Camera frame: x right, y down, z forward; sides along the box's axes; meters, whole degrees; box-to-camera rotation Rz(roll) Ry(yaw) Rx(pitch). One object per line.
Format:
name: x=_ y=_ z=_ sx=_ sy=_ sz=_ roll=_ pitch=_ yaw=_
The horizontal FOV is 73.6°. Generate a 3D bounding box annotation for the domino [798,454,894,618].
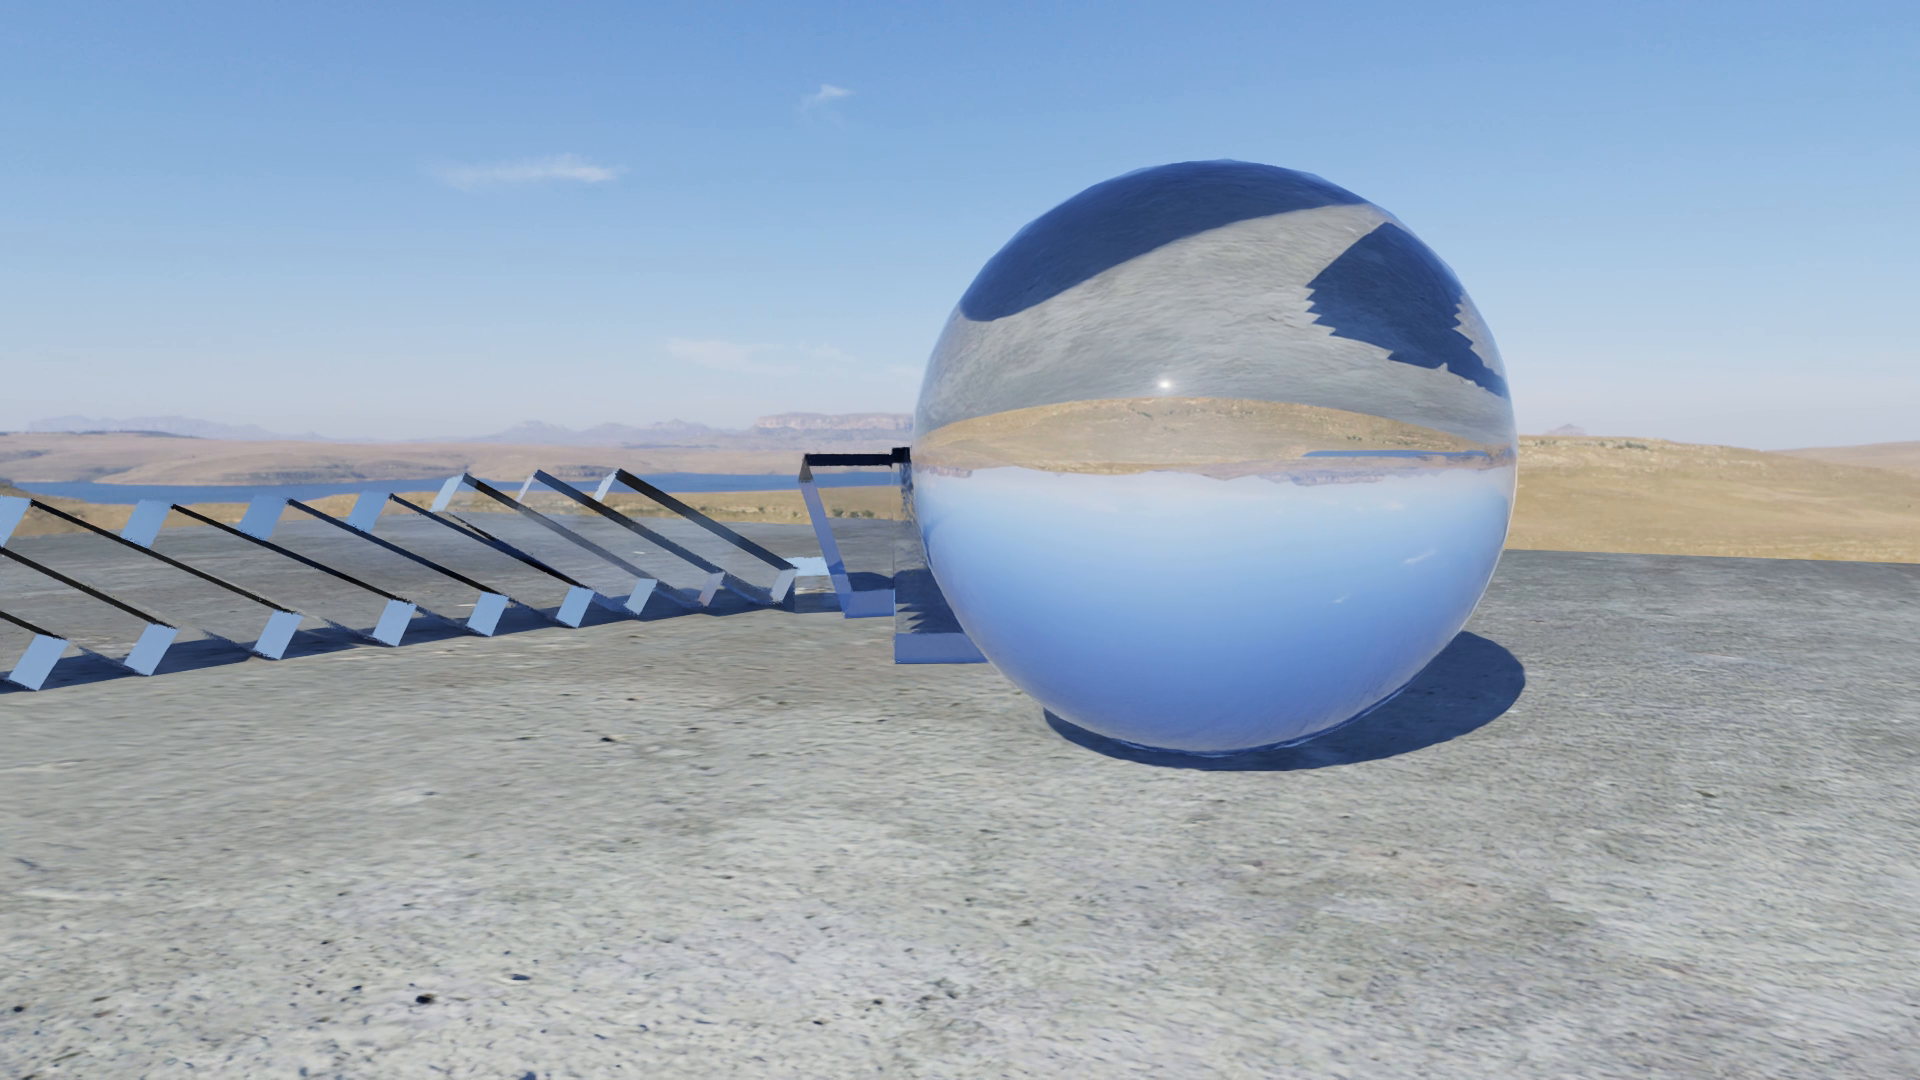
domino: x=-0.023 y=-0.002 z=0.331 sx=0.025 sy=0.010 sz=0.050 roll=-2 pitch=45 yaw=-24

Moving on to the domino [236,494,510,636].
domino: x=-0.127 y=0.006 z=0.278 sx=0.025 sy=0.009 sz=0.050 roll=5 pitch=-22 yaw=48

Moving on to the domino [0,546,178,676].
domino: x=-0.170 y=0.008 z=0.228 sx=0.025 sy=0.009 sz=0.050 roll=4 pitch=-27 yaw=40

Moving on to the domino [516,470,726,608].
domino: x=-0.085 y=0.001 z=0.316 sx=0.050 sy=0.009 sz=0.025 roll=31 pitch=-15 yaw=-20

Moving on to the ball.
ball: x=0.033 y=-0.011 z=0.176 sx=0.080 sy=0.080 sz=0.080 roll=0 pitch=4 yaw=0

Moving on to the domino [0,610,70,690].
domino: x=-0.180 y=0.009 z=0.213 sx=0.025 sy=0.009 sz=0.050 roll=3 pitch=-28 yaw=36

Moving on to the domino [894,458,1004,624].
domino: x=-0.004 y=-0.001 z=0.319 sx=0.025 sy=0.009 sz=0.050 roll=0 pitch=43 yaw=-4

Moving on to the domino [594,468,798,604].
domino: x=-0.068 y=0.000 z=0.323 sx=0.050 sy=0.010 sz=0.025 roll=31 pitch=-15 yaw=-19

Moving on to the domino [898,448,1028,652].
domino: x=0.000 y=0.001 z=0.276 sx=0.025 sy=0.009 sz=0.050 roll=0 pitch=48 yaw=-4

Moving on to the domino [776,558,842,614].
domino: x=-0.038 y=0.012 z=0.349 sx=0.025 sy=0.010 sz=0.050 roll=-2 pitch=5 yaw=-20

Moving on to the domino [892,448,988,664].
domino: x=-0.001 y=0.002 z=0.263 sx=0.025 sy=0.009 sz=0.050 roll=0 pitch=48 yaw=-4

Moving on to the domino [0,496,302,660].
domino: x=-0.157 y=0.008 z=0.246 sx=0.025 sy=0.010 sz=0.050 roll=4 pitch=-24 yaw=43

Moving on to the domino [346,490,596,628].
domino: x=-0.112 y=0.005 z=0.294 sx=0.050 sy=0.009 sz=0.025 roll=32 pitch=-15 yaw=-34

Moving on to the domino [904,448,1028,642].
domino: x=0.000 y=0.000 z=0.290 sx=0.025 sy=0.009 sz=0.050 roll=0 pitch=48 yaw=-4

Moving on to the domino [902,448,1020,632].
domino: x=-0.001 y=-0.001 z=0.304 sx=0.025 sy=0.009 sz=0.050 roll=0 pitch=48 yaw=-4

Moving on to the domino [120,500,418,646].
domino: x=-0.141 y=0.007 z=0.263 sx=0.025 sy=0.009 sz=0.050 roll=4 pitch=-21 yaw=45

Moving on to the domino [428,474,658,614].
domino: x=-0.099 y=0.002 z=0.306 sx=0.050 sy=0.009 sz=0.025 roll=33 pitch=-16 yaw=-26
